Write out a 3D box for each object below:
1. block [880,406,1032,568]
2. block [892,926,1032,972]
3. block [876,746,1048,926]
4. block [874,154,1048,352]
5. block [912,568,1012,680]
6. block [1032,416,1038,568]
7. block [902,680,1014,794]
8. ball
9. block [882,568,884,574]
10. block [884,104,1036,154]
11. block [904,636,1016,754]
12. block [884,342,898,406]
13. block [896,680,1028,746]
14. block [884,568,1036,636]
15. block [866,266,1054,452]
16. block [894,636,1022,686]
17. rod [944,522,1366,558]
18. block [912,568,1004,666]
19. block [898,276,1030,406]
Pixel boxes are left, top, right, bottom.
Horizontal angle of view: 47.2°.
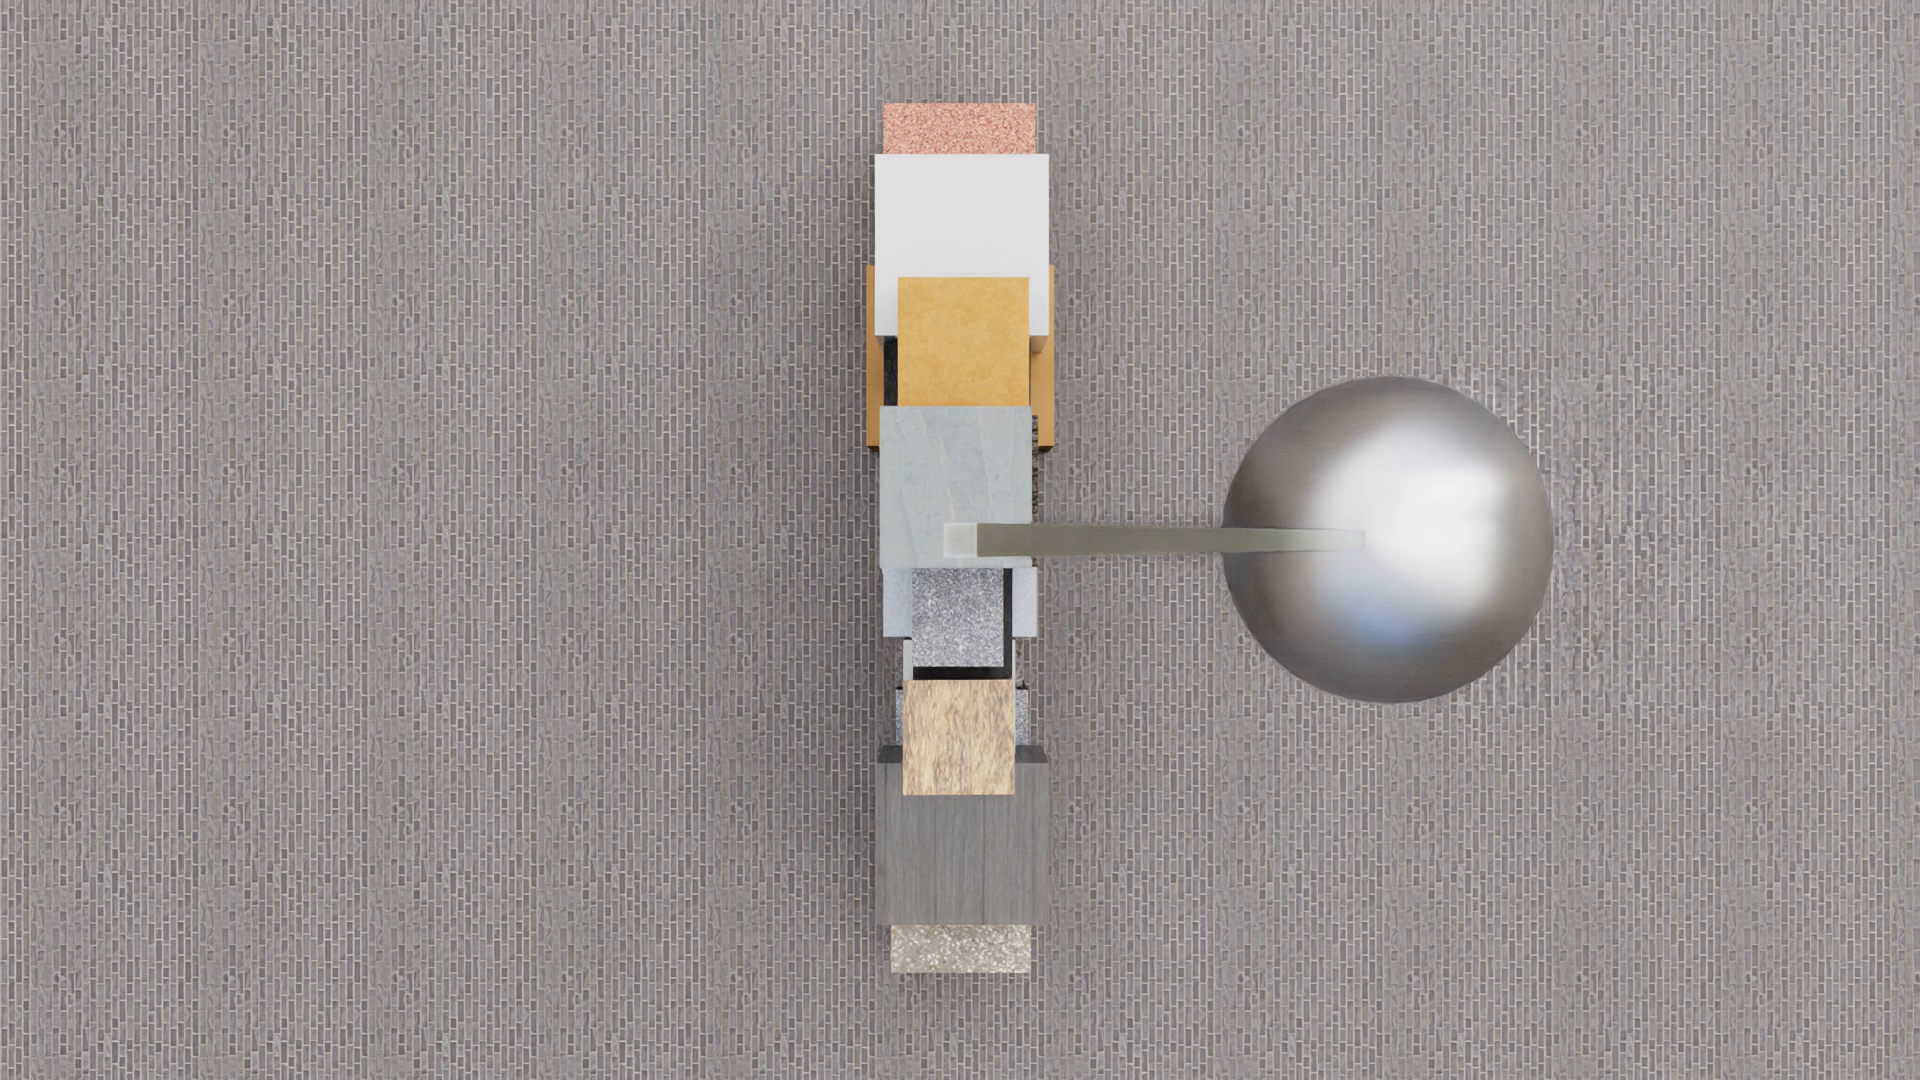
[{"bbox_3d":[-0.019,-0.237,10.207,0.679,0.798,0.724,0,90,0],"label":"block"},{"bbox_3d":[0.006,1.983,12.642,0.781,0.715,0.869,0,90,0],"label":"block"},{"bbox_3d":[0.014,1.548,11.668,0.874,0.934,0.826,0,90,0],"label":"block"},{"bbox_3d":[0.010,-1.499,11.660,0.882,0.991,0.919,0,90,0],"label":"block"},{"bbox_3d":[0.014,0.416,11.217,0.494,0.568,0.570,0,90,0],"label":"block"},{"bbox_3d":[0.012,-0.236,10.987,0.729,0.761,0.732,0,90,0],"label":"block"},{"bbox_3d":[-0.006,0.980,10.957,0.541,0.510,0.556,0,85,0],"label":"block"},{"bbox_3d":[2.074,0.000,10.714,1.600,1.600,1.600,0,90,0],"label":"ball"},{"bbox_3d":[-0.018,-0.160,12.652,0.835,0.695,0.703,0,90,0],"label":"block"},{"bbox_3d":[-0.003,-1.973,12.585,0.841,0.830,0.888,0,90,0],"label":"block"},{"bbox_3d":[-0.004,0.823,11.817,0.585,0.637,0.596,0,90,0],"label":"block"},{"bbox_3d":[-0.014,-0.614,11.761,0.759,0.789,0.829,0,90,0],"label":"block"},{"bbox_3d":[0.011,1.183,12.568,0.729,0.865,0.712,0,90,0],"label":"block"},{"bbox_3d":[-0.001,0.159,11.908,0.805,0.682,0.707,0,89,0],"label":"block"},{"bbox_3d":[0.002,-1.020,12.578,1.039,0.845,0.997,0,90,0],"label":"block"},{"bbox_3d":[-0.008,0.509,12.624,0.709,0.751,0.616,0,90,0],"label":"block"},{"bbox_3d":[0.899,0.000,7.524,0.080,5.200,0.080,0,90,20],"label":"rod"},{"bbox_3d":[-0.010,0.370,10.731,0.436,0.403,0.474,0,90,0],"label":"block"},{"bbox_3d":[0.017,-0.936,10.837,0.628,0.659,0.657,0,91,0],"label":"block"}]
